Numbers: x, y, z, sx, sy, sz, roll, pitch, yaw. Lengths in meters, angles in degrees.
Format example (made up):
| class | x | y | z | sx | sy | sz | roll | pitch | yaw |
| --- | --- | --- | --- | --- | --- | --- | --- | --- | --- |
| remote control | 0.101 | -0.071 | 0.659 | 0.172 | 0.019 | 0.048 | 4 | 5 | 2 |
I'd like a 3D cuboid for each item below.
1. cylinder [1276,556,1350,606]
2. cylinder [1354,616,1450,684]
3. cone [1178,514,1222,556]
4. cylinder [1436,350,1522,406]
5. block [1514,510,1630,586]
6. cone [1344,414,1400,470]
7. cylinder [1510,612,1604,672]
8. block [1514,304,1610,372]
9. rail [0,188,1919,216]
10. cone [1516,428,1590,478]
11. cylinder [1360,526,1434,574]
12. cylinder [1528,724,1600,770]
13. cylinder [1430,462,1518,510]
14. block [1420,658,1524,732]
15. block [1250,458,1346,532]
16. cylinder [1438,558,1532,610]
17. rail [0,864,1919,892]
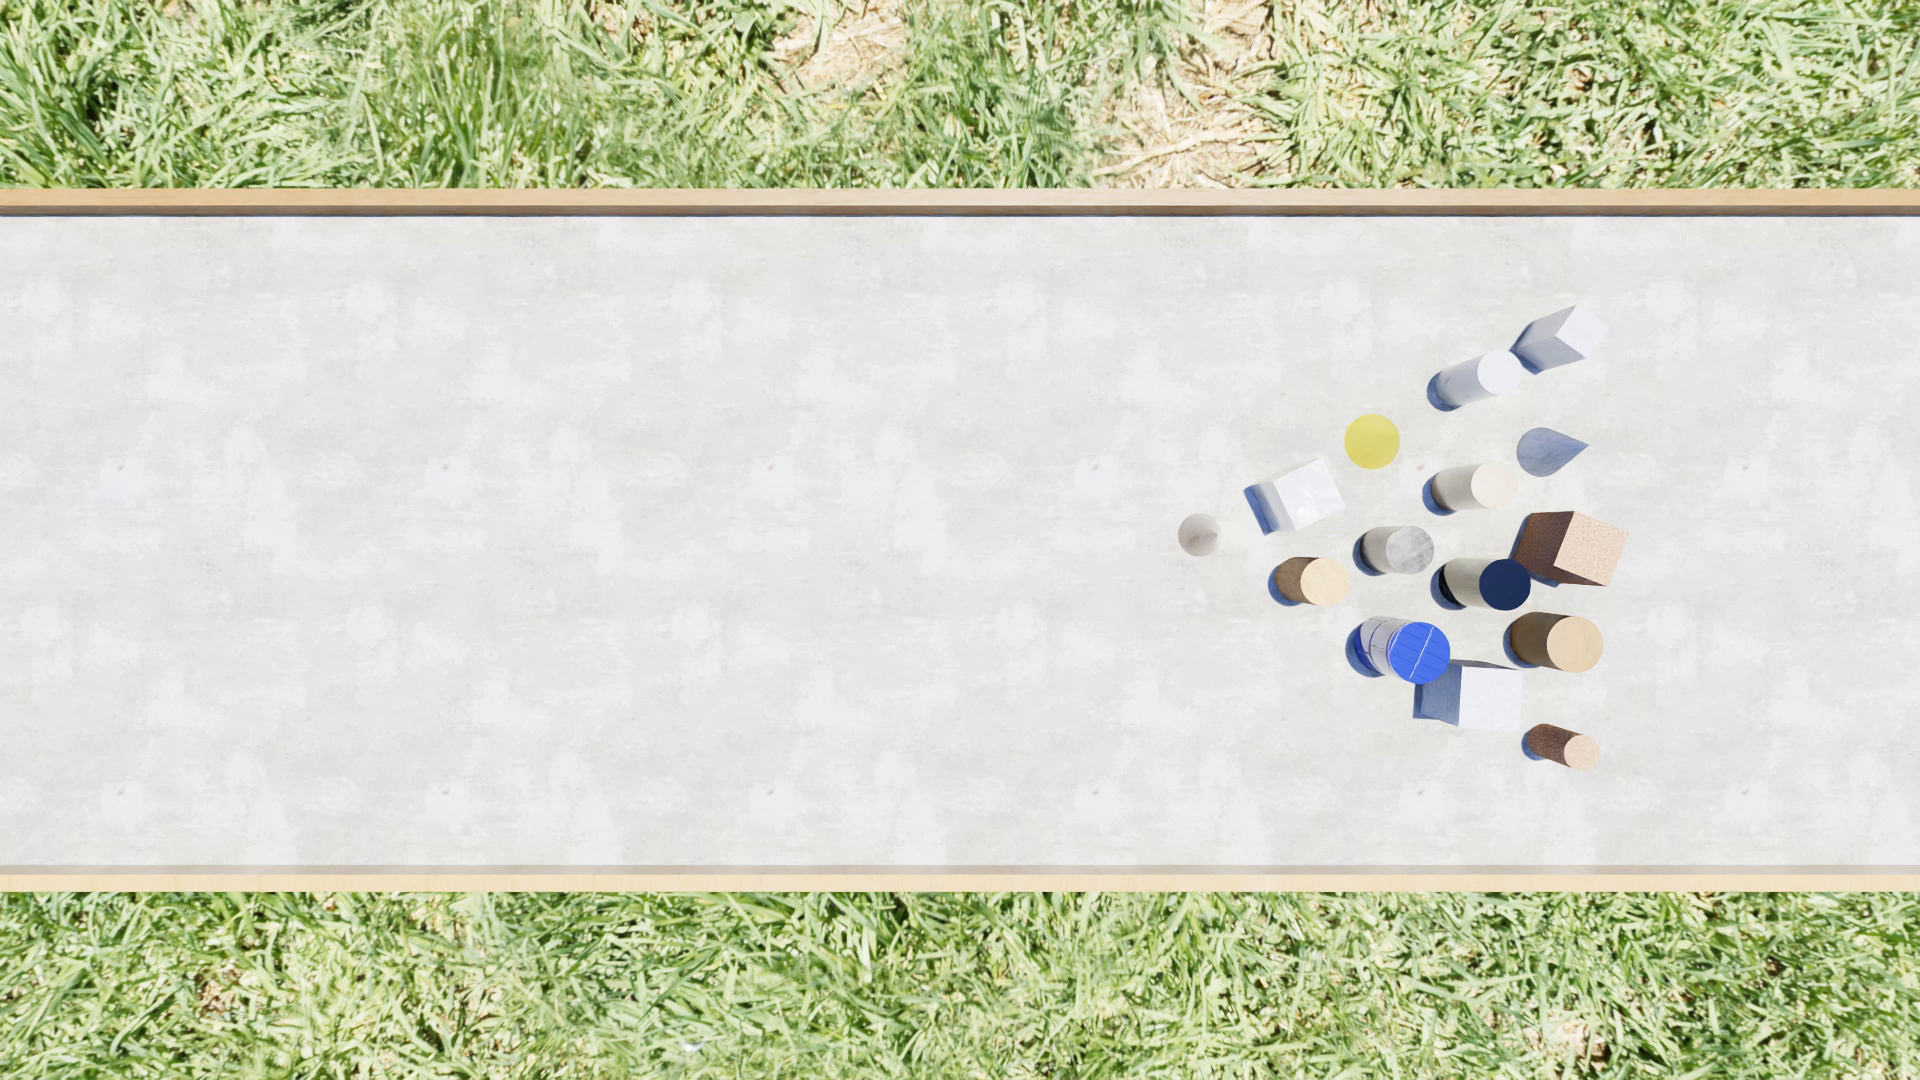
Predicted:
| class | x | y | z | sx | sy | sz | roll | pitch | yaw |
| --- | --- | --- | --- | --- | --- | --- | --- | --- | --- |
| cylinder | 1.041 | 0.120 | 4.889 | 0.139 | 0.375 | 0.139 | 0 | 90 | 0 |
| cylinder | 1.300 | 0.319 | 4.870 | 0.176 | 0.413 | 0.176 | 0 | 90 | 0 |
| cone | 0.738 | -0.015 | 4.894 | 0.134 | 0.365 | 0.134 | 0 | 90 | 0 |
| cylinder | 1.526 | -0.474 | 4.869 | 0.126 | 0.415 | 0.126 | 0 | 90 | 0 |
| block | 1.806 | 0.025 | 4.896 | 0.168 | 0.361 | 0.168 | 21 | 90 | 0 |
| cone | 1.269 | -0.303 | 4.924 | 0.172 | 0.305 | 0.172 | 0 | 90 | 0 |
| cylinder | 1.773 | 0.302 | 4.915 | 0.163 | 0.323 | 0.163 | 0 | 90 | 0 |
| block | 1.781 | -0.598 | 4.897 | 0.112 | 0.359 | 0.112 | 35 | 90 | 0 |
| rail | -2.247 | -1.025 | 5.002 | 12.000 | 0.150 | 0.050 | 0 | 90 | 0 |
| cone | 1.789 | -0.270 | 4.881 | 0.154 | 0.392 | 0.154 | 0 | 90 | 0 |
| cylinder | 1.299 | 0.029 | 4.918 | 0.141 | 0.317 | 0.141 | 0 | 90 | 0 |
| cylinder | 1.799 | 0.616 | 4.923 | 0.103 | 0.308 | 0.103 | 0 | 90 | 0 |
| cylinder | 1.514 | -0.156 | 4.873 | 0.133 | 0.406 | 0.133 | 0 | 90 | 0 |
| block | 1.510 | 0.452 | 4.883 | 0.173 | 0.386 | 0.173 | 4 | 90 | 0 |
| block | 0.998 | -0.131 | 4.893 | 0.157 | 0.368 | 0.157 | -26 | 90 | 0 |
| cylinder | 1.547 | 0.127 | 4.878 | 0.149 | 0.398 | 0.149 | 0 | 90 | 0 |
| rail | -2.247 | 1.025 | 5.001 | 12.000 | 0.150 | 0.050 | 0 | 90 | 0 |
